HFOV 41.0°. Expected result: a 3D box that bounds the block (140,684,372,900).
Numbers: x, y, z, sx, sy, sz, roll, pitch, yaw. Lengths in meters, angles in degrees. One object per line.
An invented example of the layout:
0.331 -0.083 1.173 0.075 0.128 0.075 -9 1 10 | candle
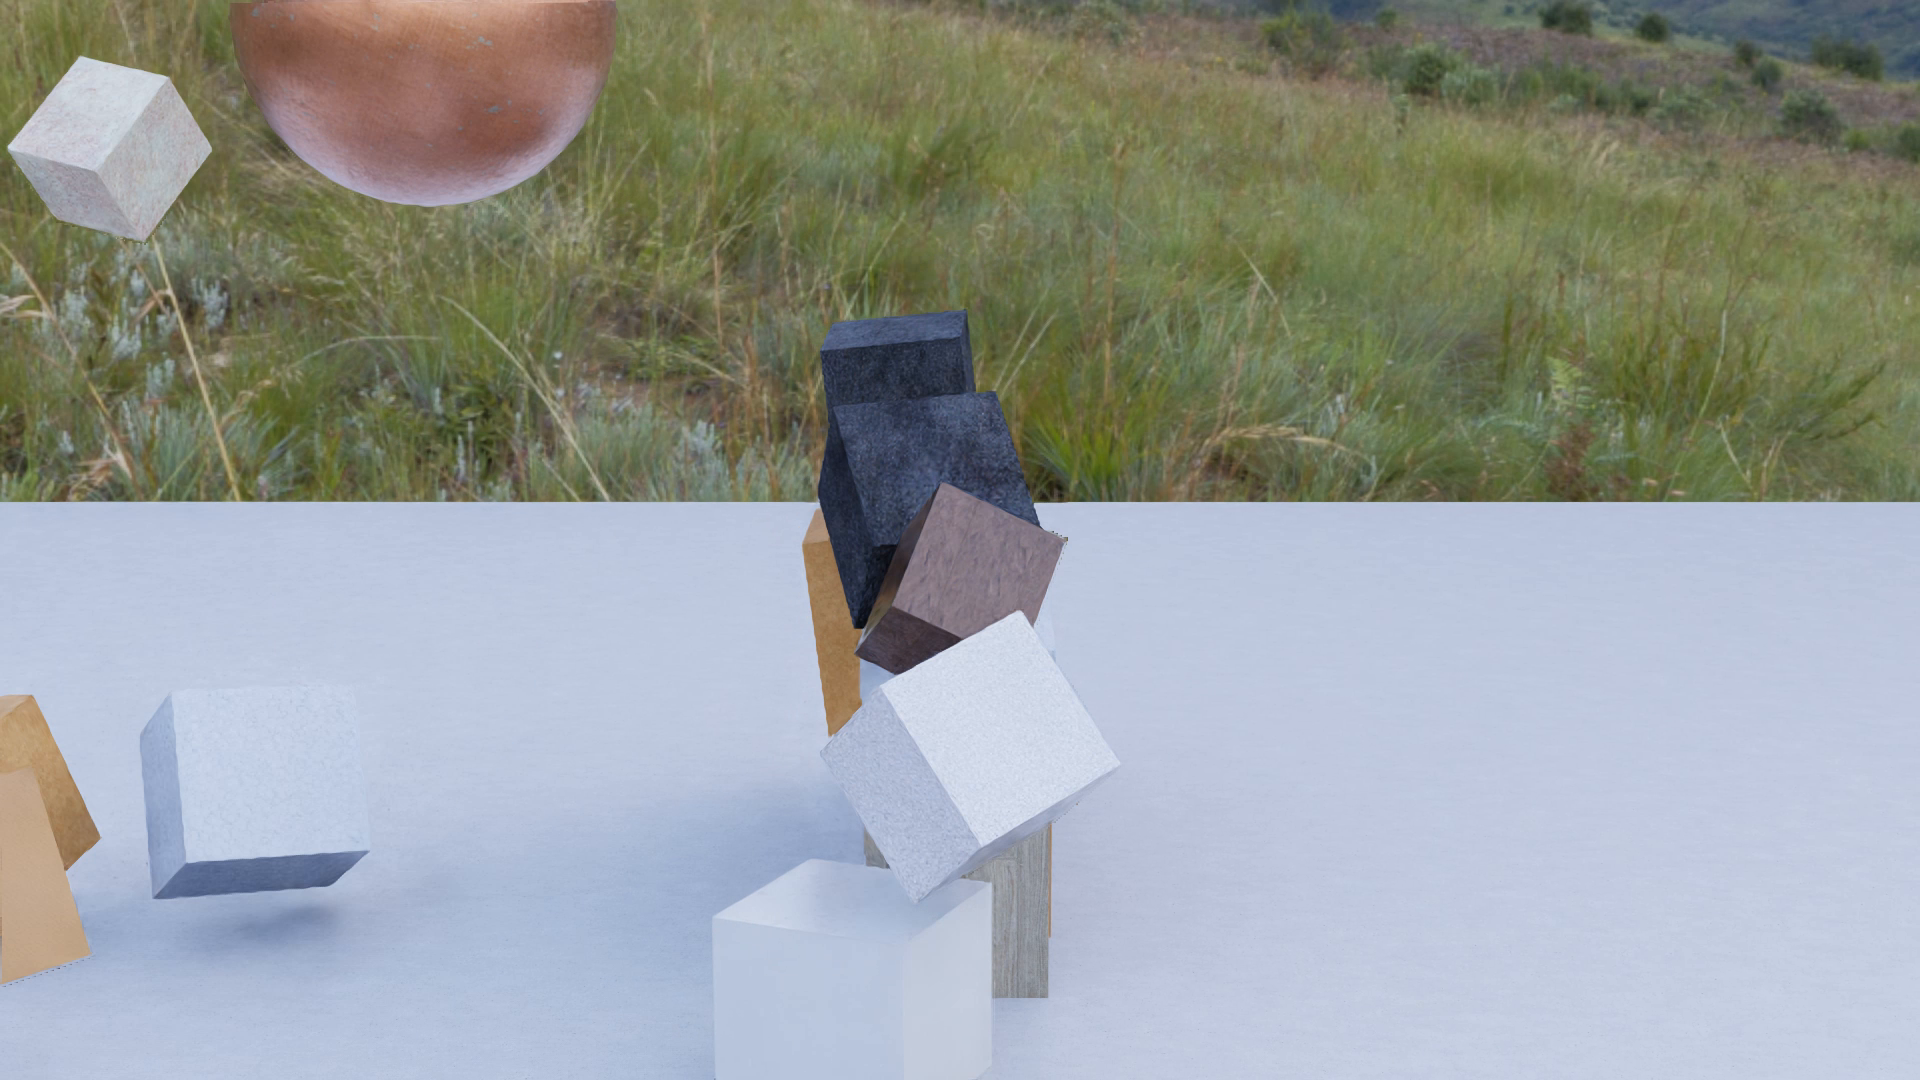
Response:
-2.948 1.048 10.701 0.745 0.711 0.658 -1 -19 -29 | block

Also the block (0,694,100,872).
-4.169 1.130 10.582 0.749 0.715 0.656 -5 26 25 | block

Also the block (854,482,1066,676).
-0.004 0.207 9.197 0.491 0.527 0.496 25 -28 -7 | block

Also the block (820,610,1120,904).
0.022 0.738 8.653 0.594 0.614 0.675 -27 -11 -29 | block

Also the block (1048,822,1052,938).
-0.009 1.159 10.928 0.762 0.809 0.891 0 10 0 | block

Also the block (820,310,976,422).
-0.257 -0.643 11.527 0.617 0.619 0.580 -5 17 5 | block

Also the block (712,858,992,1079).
-0.365 1.582 8.951 0.716 0.682 0.728 4 11 24 | block

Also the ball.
-2.246 -2.208 10.779 1.600 1.600 1.600 0 10 0 | ball

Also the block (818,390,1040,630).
-0.134 -0.120 10.001 0.658 0.544 0.674 -6 55 -16 | block

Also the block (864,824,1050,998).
-0.011 1.351 10.150 0.702 0.709 0.694 0 10 0 | block

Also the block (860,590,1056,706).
-0.014 0.587 10.196 0.742 0.636 0.719 0 22 -1 | block

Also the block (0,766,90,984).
-3.452 1.227 8.898 0.579 0.676 0.623 -17 -3 -29 | block

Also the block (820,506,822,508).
-0.169 0.042 11.950 0.820 0.947 0.990 -6 17 2 | block

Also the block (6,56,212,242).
-3.191 -1.471 9.648 0.429 0.482 0.395 15 -29 22 | block

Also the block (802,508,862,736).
-0.183 0.287 11.008 0.823 0.818 0.867 -7 10 2 | block
